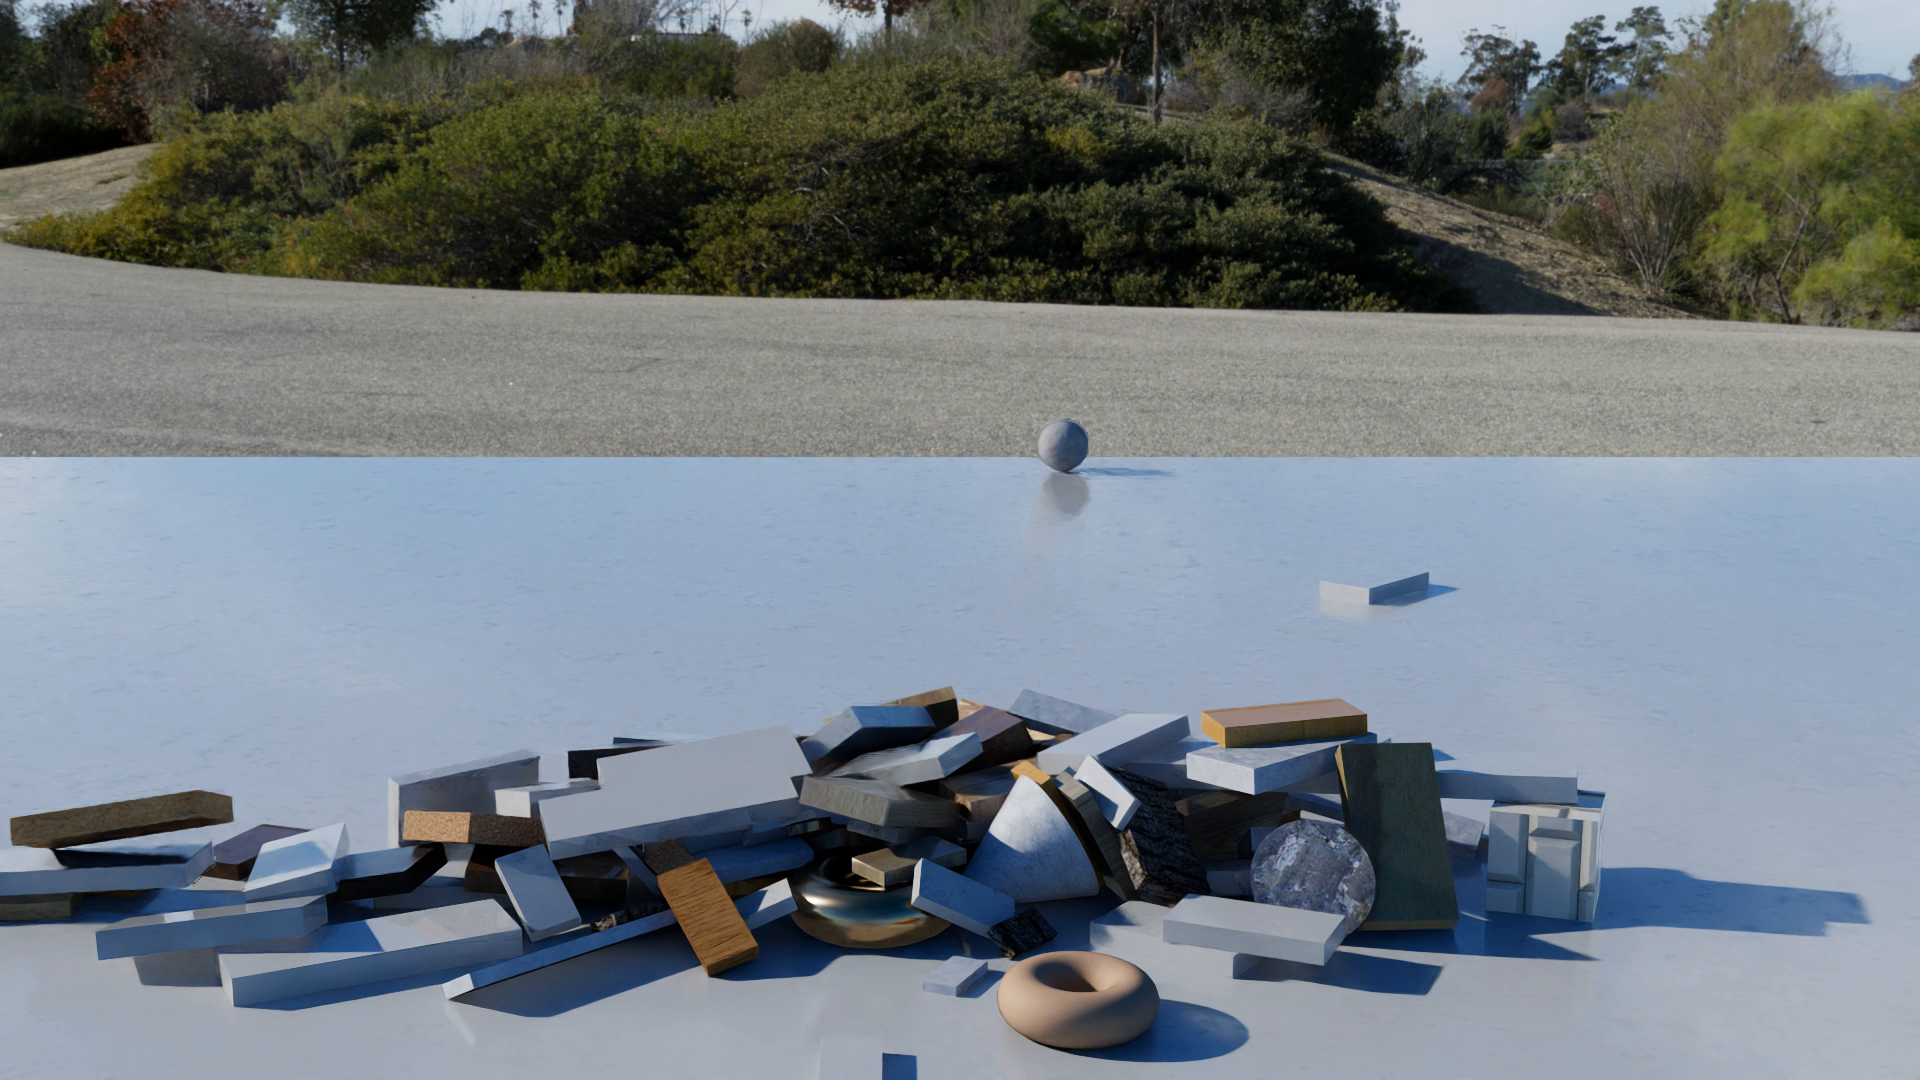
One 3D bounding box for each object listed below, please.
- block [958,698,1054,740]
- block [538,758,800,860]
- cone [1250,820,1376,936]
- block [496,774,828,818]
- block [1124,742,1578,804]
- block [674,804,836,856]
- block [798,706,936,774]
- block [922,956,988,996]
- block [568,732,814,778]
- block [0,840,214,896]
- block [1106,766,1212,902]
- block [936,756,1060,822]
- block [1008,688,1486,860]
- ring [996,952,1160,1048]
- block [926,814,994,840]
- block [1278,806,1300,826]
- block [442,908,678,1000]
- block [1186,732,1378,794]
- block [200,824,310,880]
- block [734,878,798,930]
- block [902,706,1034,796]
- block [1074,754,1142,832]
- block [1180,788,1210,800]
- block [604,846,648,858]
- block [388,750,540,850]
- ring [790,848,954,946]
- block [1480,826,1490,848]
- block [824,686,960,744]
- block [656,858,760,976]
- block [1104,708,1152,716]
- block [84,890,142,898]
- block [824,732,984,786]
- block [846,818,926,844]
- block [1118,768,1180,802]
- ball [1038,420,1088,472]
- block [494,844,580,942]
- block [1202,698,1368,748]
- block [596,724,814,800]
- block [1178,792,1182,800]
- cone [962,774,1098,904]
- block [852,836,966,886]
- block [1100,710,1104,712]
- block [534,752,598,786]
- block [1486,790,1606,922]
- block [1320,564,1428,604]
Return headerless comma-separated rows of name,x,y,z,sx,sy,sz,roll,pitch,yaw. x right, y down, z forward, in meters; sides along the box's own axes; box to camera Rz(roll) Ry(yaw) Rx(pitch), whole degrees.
block,0.079,0.410,4.253,0.311,0.155,0.044,11,-29,47
block,-0.475,0.438,3.594,0.406,0.036,0.126,-9,27,-15
cone,0.583,0.522,3.528,0.197,0.197,0.197,4,8,19
block,-0.518,0.443,3.938,0.598,0.044,0.154,-2,-3,-33
block,0.664,0.393,3.753,0.753,0.043,0.152,0,10,17
block,-0.347,0.513,3.691,0.276,0.138,0.039,-5,43,-29
block,-0.177,0.364,3.995,0.154,0.044,0.309,-37,-18,17
block,-0.007,0.652,3.291,0.056,0.016,0.113,5,12,24
block,-0.485,0.401,4.111,0.464,0.050,0.178,-3,-2,0
block,-1.565,0.547,3.618,0.626,0.039,0.138,-3,8,-1
block,0.311,0.479,3.575,0.126,0.036,0.254,18,30,-27
block,0.108,0.425,3.819,0.264,0.037,0.132,-11,15,-24
block,0.507,0.419,3.984,0.876,0.024,0.084,15,33,17
ring,0.168,0.652,3.126,0.232,0.077,0.232,1,11,0
block,-0.009,0.485,3.881,0.124,0.035,0.280,-5,3,-31
block,0.510,0.514,3.994,0.108,0.031,0.216,10,15,44
block,-0.566,0.618,3.362,0.472,0.023,0.081,-11,-12,-45
block,0.543,0.363,3.700,0.304,0.043,0.152,-10,12,-39
block,-1.238,0.544,3.839,0.102,0.029,0.203,4,11,19
block,-0.340,0.588,3.447,0.168,0.024,0.084,-23,14,-6
block,-0.060,0.414,3.953,0.356,0.050,0.178,-27,13,-16
block,0.238,0.412,3.591,0.016,0.056,0.164,29,7,-32
block,0.392,0.466,4.110,0.167,0.084,0.024,4,11,21
block,-0.598,0.521,3.699,0.070,0.020,0.140,-23,-42,29
block,-0.884,0.470,3.927,0.276,0.138,0.039,-9,20,-40
ring,-0.136,0.570,3.524,0.285,0.095,0.285,-1,12,0
block,0.747,0.481,4.072,0.692,0.017,0.061,14,17,39
block,-0.125,0.367,4.188,0.252,0.126,0.036,-14,38,-7
block,-0.390,0.580,3.396,0.084,0.024,0.221,-19,38,-19
block,0.337,0.399,4.304,0.155,0.044,0.310,6,12,12
block,-1.469,0.569,3.704,0.203,0.029,0.102,1,11,5
block,-0.103,0.396,3.856,0.264,0.037,0.132,-15,7,35
block,-0.118,0.468,3.575,0.084,0.024,0.168,13,-3,15
block,0.280,0.472,3.927,0.039,0.139,0.277,-8,13,-37
ball,0.386,-0.353,8.226,0.189,0.189,0.189,0,11,0
block,-0.674,0.562,3.508,0.081,0.023,0.163,-16,47,-26
block,0.554,0.312,3.762,0.253,0.036,0.126,-4,9,-11
block,-0.435,0.406,3.753,0.338,0.048,0.169,-9,28,-16
block,0.373,0.479,3.973,0.031,0.108,0.216,0,11,-1
cone,0.065,0.547,3.613,0.233,0.233,0.233,-31,20,-14
block,-0.081,0.512,3.516,0.167,0.024,0.084,-9,16,-39
block,0.164,0.403,4.477,0.380,0.044,0.155,-1,22,-5
block,-0.663,0.470,4.185,0.468,0.048,0.169,4,11,20
block,0.967,0.512,3.627,0.169,0.169,0.169,4,11,20
block,1.145,0.122,6.068,0.155,0.044,0.310,9,14,41
